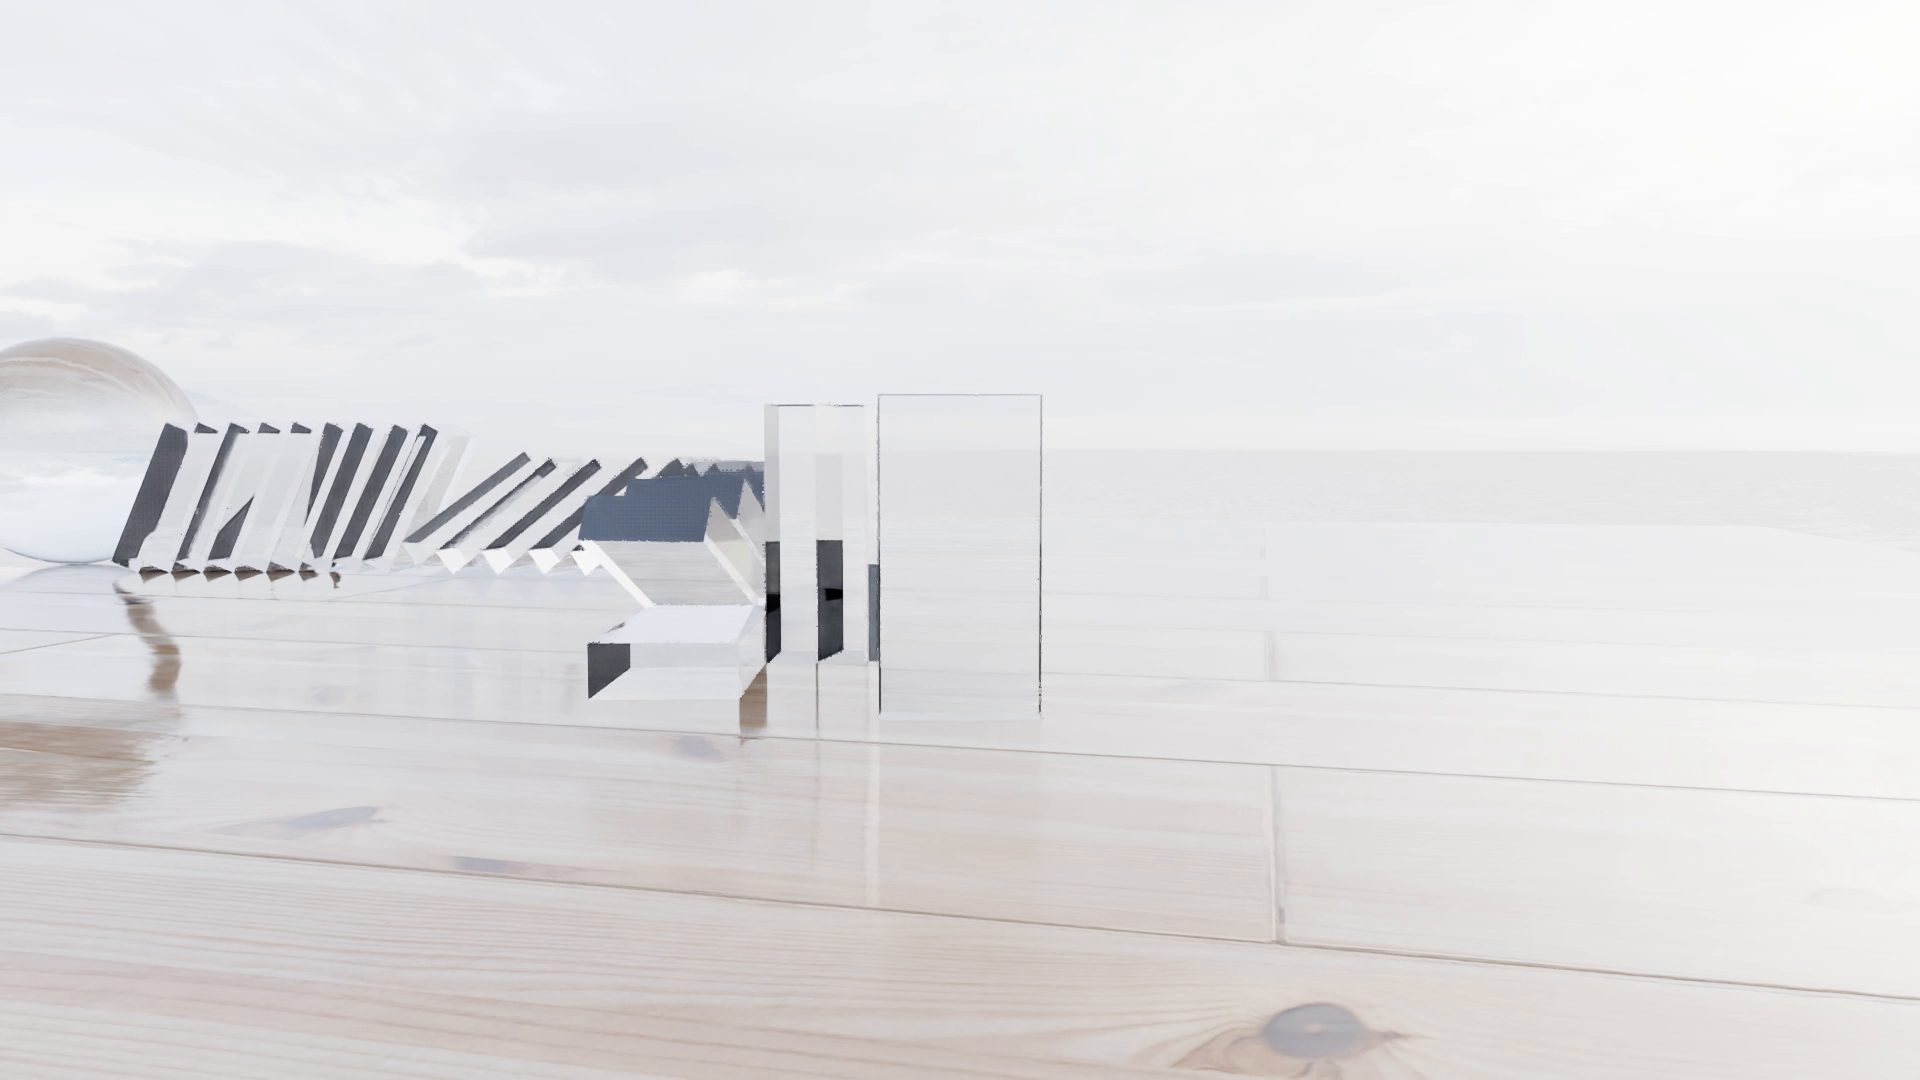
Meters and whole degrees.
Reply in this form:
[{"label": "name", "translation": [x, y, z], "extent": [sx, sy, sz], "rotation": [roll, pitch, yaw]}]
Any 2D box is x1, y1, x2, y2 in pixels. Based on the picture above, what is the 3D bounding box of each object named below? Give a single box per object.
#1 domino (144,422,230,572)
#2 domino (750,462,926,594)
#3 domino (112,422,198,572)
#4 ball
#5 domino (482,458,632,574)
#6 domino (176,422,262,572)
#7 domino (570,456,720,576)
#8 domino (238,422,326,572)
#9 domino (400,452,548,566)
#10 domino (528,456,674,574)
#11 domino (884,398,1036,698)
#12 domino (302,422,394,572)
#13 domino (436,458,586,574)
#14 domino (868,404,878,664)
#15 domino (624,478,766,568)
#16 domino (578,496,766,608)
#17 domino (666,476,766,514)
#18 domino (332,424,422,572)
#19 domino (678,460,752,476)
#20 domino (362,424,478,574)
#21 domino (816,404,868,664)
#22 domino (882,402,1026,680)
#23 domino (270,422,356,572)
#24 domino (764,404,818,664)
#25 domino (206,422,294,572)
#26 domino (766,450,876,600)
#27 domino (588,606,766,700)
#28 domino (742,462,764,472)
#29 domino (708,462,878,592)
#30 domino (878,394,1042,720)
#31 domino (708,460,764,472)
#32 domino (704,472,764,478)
[{"label": "domino", "translation": [-0.256, -0.015, 0.434], "extent": [0.009, 0.050, 0.025], "rotation": [23, 3, -3]}, {"label": "domino", "translation": [-0.035, -0.003, 0.358], "extent": [0.025, 0.009, 0.050], "rotation": [-5, -30, -48]}, {"label": "domino", "translation": [-0.266, -0.015, 0.434], "extent": [0.009, 0.050, 0.025], "rotation": [23, 3, -3]}, {"label": "ball", "translation": [-0.313, -0.031, 0.453], "extent": [0.080, 0.080, 0.080], "rotation": [0, 4, 0]}, {"label": "domino", "translation": [-0.131, -0.008, 0.424], "extent": [0.050, 0.009, 0.025], "rotation": [-37, -3, 10]}, {"label": "domino", "translation": [-0.245, -0.015, 0.435], "extent": [0.009, 0.050, 0.025], "rotation": [23, 3, -3]}, {"label": "domino", "translation": [-0.099, -0.008, 0.413], "extent": [0.050, 0.009, 0.025], "rotation": [-38, -10, 17]}, {"label": "domino", "translation": [-0.225, -0.015, 0.435], "extent": [0.009, 0.050, 0.025], "rotation": [23, 3, -3]}, {"label": "domino", "translation": [-0.161, -0.010, 0.433], "extent": [0.050, 0.010, 0.025], "rotation": [-37, 0, -2]}, {"label": "domino", "translation": [-0.114, -0.008, 0.420], "extent": [0.050, 0.009, 0.025], "rotation": [-37, -5, 11]}, {"label": "domino", "translation": [0.000, 0.001, 0.218], "extent": [0.025, 0.050, 0.009], "rotation": [0, 4, -2]}, {"label": "domino", "translation": [-0.204, -0.015, 0.435], "extent": [0.009, 0.050, 0.025], "rotation": [23, 3, -3]}, {"label": "domino", "translation": [-0.147, -0.008, 0.428], "extent": [0.050, 0.009, 0.025], "rotation": [-37, 0, 7]}, {"label": "domino", "translation": [-0.005, -0.001, 0.251], "extent": [0.025, 0.050, 0.009], "rotation": [-2, 5, -30]}, {"label": "domino", "translation": [-0.052, 0.004, 0.280], "extent": [0.025, 0.009, 0.050], "rotation": [0, -29, 11]}, {"label": "domino", "translation": [-0.055, 0.007, 0.262], "extent": [0.025, 0.009, 0.050], "rotation": [1, -25, 10]}, {"label": "domino", "translation": [-0.049, 0.003, 0.297], "extent": [0.025, 0.009, 0.050], "rotation": [1, -29, 10]}, {"label": "domino", "translation": [-0.192, -0.015, 0.434], "extent": [0.010, 0.050, 0.025], "rotation": [26, 3, -3]}, {"label": "domino", "translation": [-0.086, -0.006, 0.399], "extent": [0.050, 0.010, 0.025], "rotation": [-40, -19, 31]}, {"label": "domino", "translation": [-0.181, -0.014, 0.432], "extent": [0.009, 0.050, 0.025], "rotation": [26, 4, -2]}, {"label": "domino", "translation": [-0.020, -0.002, 0.260], "extent": [0.009, 0.050, 0.025], "rotation": [1, 4, 14]}, {"label": "domino", "translation": [-0.001, 0.000, 0.235], "extent": [0.025, 0.050, 0.009], "rotation": [-1, 4, -7]}, {"label": "domino", "translation": [-0.214, -0.015, 0.436], "extent": [0.009, 0.050, 0.025], "rotation": [23, 3, -3]}, {"label": "domino", "translation": [-0.032, -0.002, 0.258], "extent": [0.009, 0.050, 0.025], "rotation": [0, 4, 3]}, {"label": "domino", "translation": [-0.235, -0.015, 0.435], "extent": [0.009, 0.050, 0.025], "rotation": [23, 3, -3]}, {"label": "domino", "translation": [-0.037, -0.003, 0.335], "extent": [0.025, 0.009, 0.050], "rotation": [-1, -38, -11]}, {"label": "domino", "translation": [-0.050, 0.020, 0.238], "extent": [0.025, 0.009, 0.050], "rotation": [0, 4, -1]}, {"label": "domino", "translation": [-0.063, -0.004, 0.374], "extent": [0.025, 0.009, 0.050], "rotation": [-4, -31, -49]}, {"label": "domino", "translation": [-0.048, -0.004, 0.367], "extent": [0.025, 0.009, 0.050], "rotation": [-5, -30, -48]}, {"label": "domino", "translation": [0.000, 0.002, 0.201], "extent": [0.025, 0.050, 0.009], "rotation": [0, 4, 0]}, {"label": "domino", "translation": [-0.074, -0.005, 0.386], "extent": [0.025, 0.009, 0.050], "rotation": [-5, -30, -50]}, {"label": "domino", "translation": [-0.045, 0.001, 0.315], "extent": [0.025, 0.009, 0.050], "rotation": [1, -30, 7]}]
